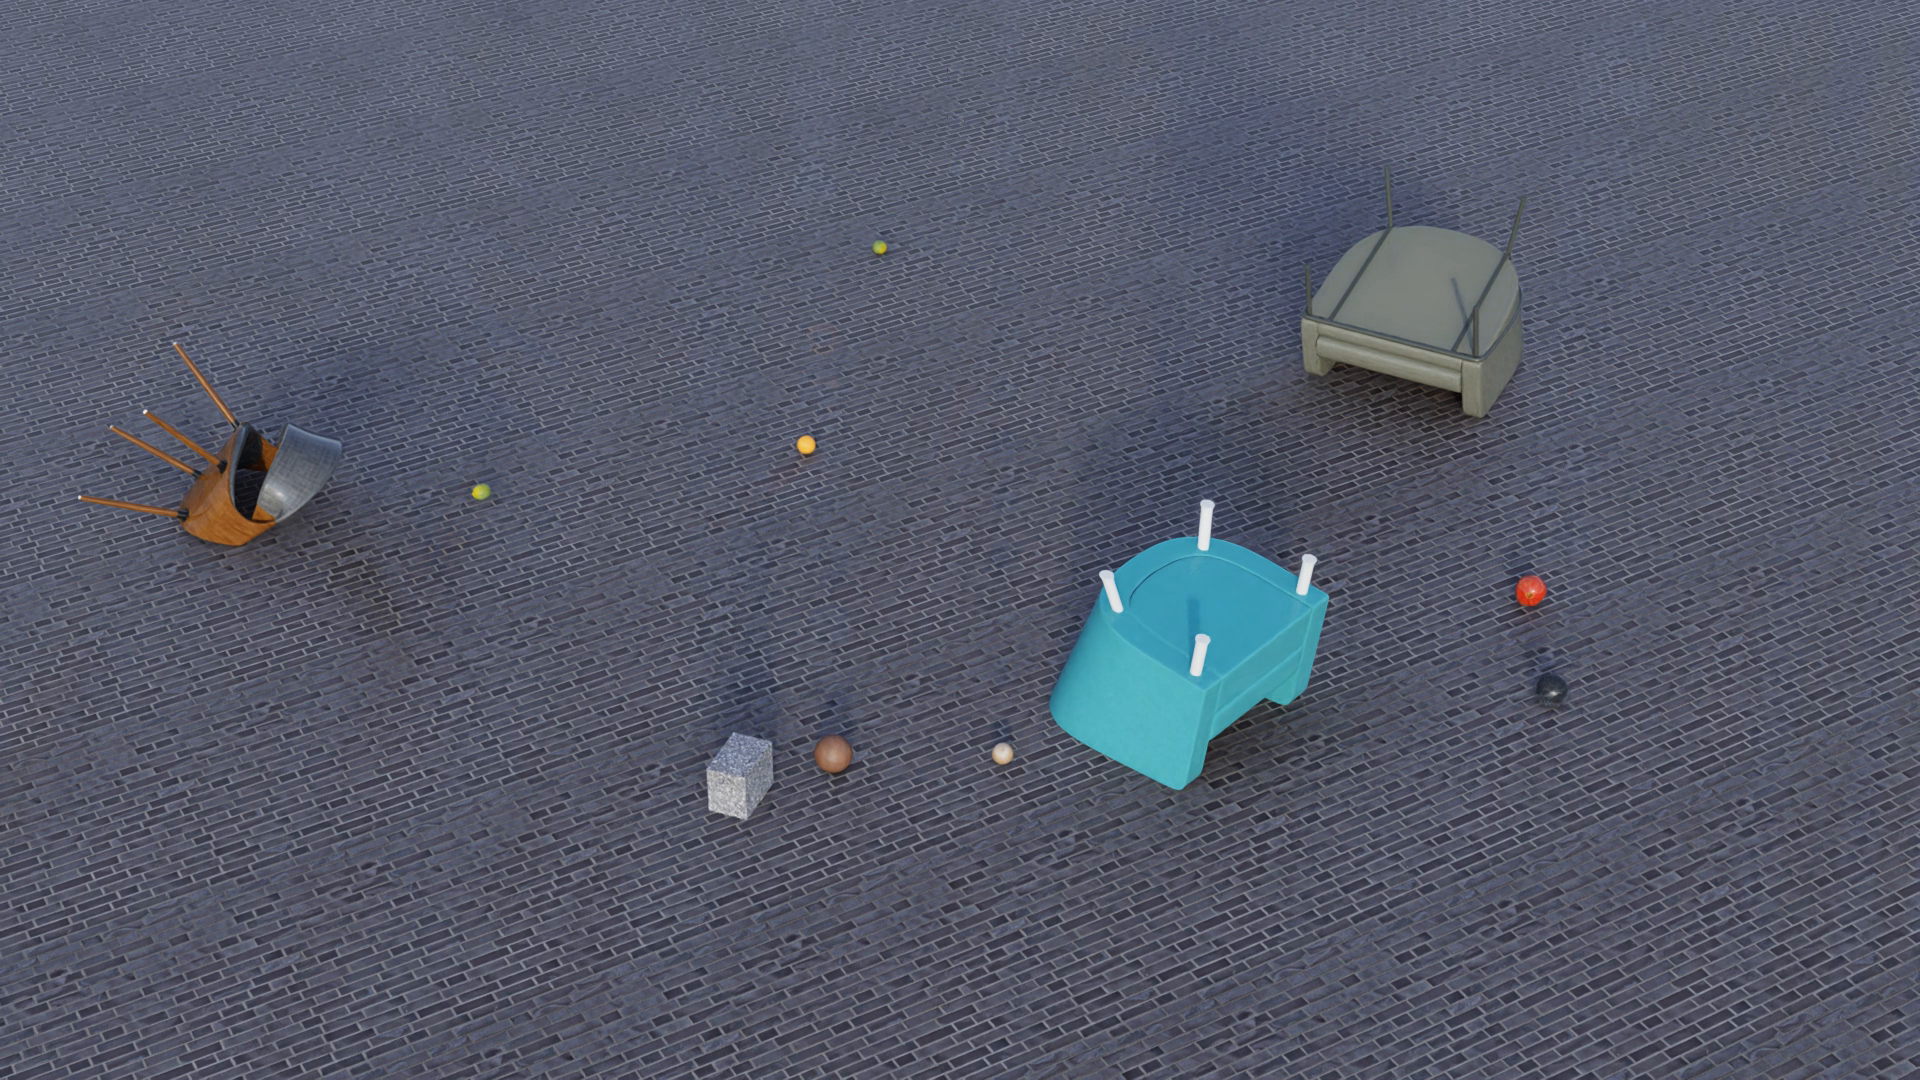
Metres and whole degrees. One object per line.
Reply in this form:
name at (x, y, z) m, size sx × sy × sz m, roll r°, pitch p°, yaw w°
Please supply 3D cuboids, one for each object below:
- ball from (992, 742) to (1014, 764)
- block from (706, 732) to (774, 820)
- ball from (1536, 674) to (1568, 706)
ball at (0.143, 0.713, 9.795) m, size 0.074 × 0.074 × 0.074 m, roll 0°, pitch 33°, yaw 0°
block at (-0.720, 0.773, 9.614) m, size 0.137 × 0.172 × 0.210 m, roll 12°, pitch 35°, yaw 18°
ball at (2.032, 0.516, 10.064) m, size 0.107 × 0.107 × 0.107 m, roll 0°, pitch 33°, yaw 0°
